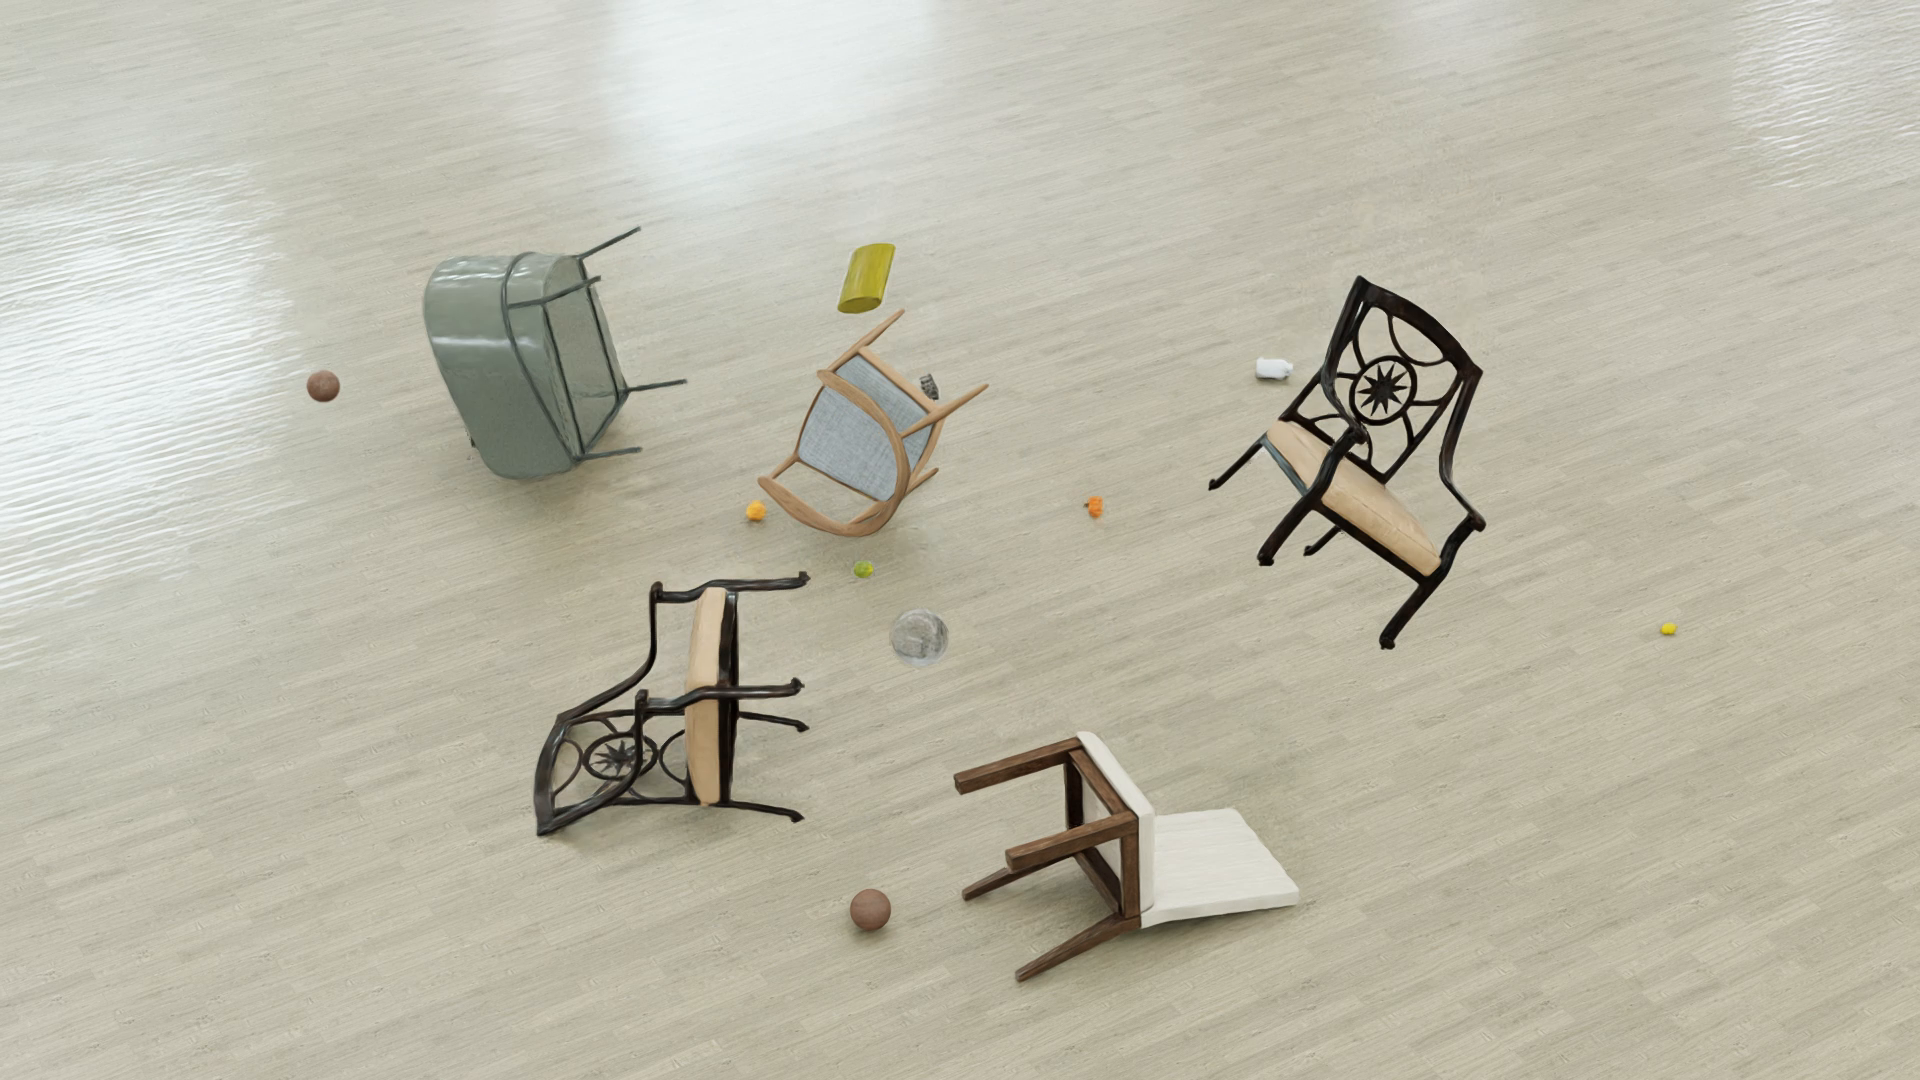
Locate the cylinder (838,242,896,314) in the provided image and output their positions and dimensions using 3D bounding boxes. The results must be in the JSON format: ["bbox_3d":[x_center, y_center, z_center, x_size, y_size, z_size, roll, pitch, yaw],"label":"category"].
[{"bbox_3d":[-0.370,-1.036,11.603,0.242,0.100,0.247,-11,57,45],"label":"cylinder"}]

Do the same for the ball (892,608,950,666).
[{"bbox_3d":[-0.120,0.295,8.859,0.176,0.176,0.176,0,33,0],"label":"ball"}]

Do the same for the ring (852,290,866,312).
[{"bbox_3d":[-0.413,-0.976,11.979,0.035,0.099,0.067,15,47,33],"label":"ring"}]

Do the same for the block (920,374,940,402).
[{"bbox_3d":[-0.120,-0.599,11.566,0.047,0.076,0.086,-21,31,8],"label":"block"}]

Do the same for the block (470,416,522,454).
[{"bbox_3d":[-1.821,-0.410,11.518,0.135,0.053,0.157,15,36,21],"label":"block"}]
